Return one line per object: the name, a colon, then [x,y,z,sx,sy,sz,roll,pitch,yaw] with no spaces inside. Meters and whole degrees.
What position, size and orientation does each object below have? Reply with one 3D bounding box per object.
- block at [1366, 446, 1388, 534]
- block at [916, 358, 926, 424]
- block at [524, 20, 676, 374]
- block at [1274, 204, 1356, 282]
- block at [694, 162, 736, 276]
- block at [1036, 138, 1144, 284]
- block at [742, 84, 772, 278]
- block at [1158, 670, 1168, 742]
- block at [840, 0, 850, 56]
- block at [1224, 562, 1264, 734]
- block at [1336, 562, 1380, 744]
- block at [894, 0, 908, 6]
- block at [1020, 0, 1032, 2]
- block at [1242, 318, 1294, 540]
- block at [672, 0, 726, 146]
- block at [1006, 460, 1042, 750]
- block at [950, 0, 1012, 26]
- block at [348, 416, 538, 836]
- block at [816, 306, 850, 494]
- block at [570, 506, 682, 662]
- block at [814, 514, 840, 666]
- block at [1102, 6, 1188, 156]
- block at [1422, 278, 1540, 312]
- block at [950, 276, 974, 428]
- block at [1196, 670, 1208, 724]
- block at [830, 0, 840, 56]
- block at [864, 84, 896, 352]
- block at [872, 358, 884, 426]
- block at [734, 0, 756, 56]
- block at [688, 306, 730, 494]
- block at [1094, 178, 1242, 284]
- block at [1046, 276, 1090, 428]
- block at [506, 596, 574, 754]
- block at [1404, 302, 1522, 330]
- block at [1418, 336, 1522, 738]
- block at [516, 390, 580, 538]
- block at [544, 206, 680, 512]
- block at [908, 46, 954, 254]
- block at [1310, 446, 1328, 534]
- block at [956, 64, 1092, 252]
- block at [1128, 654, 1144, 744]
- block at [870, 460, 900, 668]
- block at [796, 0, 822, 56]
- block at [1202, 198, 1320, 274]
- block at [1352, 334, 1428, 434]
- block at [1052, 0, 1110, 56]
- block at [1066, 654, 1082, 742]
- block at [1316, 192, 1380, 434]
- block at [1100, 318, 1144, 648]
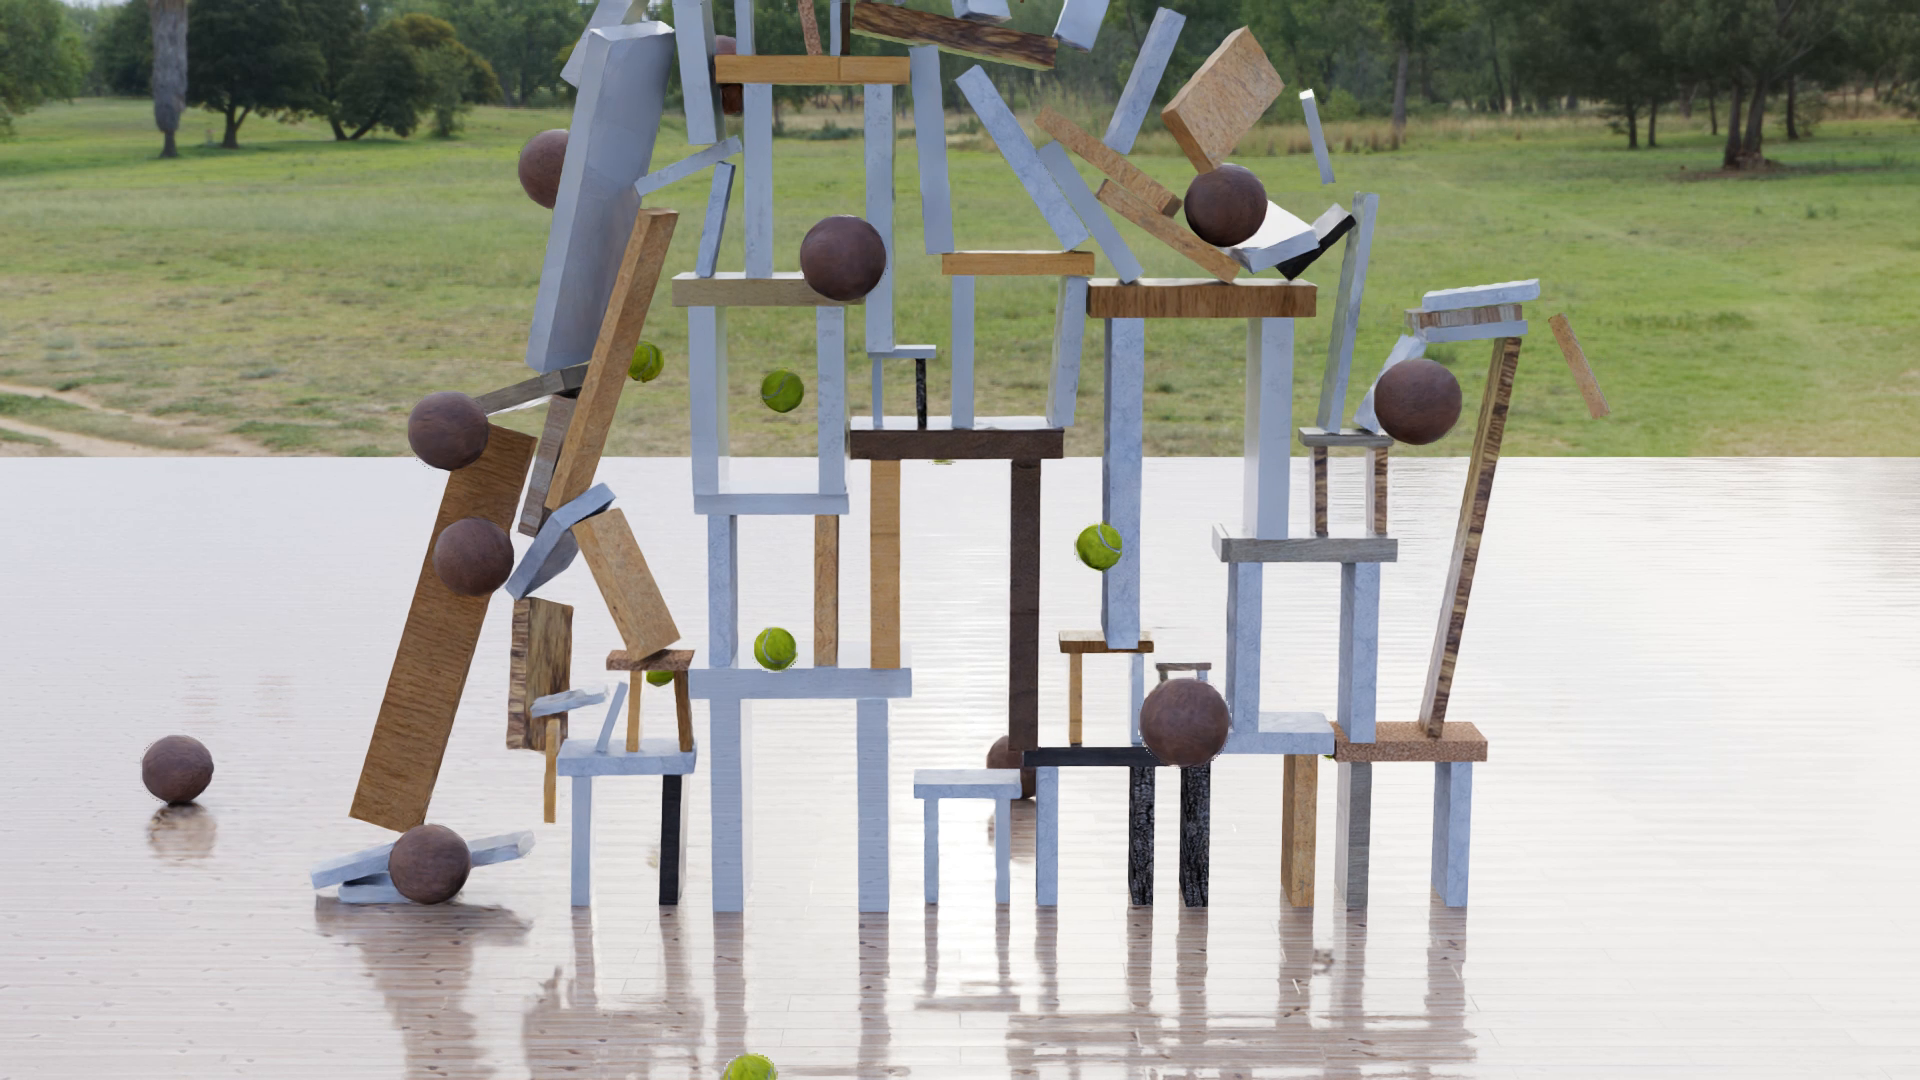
block: [0.671,-0.085,3.541,0.020,0.140,0.070,-2,11,-1]
block: [-0.062,-0.241,3.519,0.015,0.107,0.054,-2,11,0]
block: [-0.568,-0.533,3.464,0.043,0.573,0.150,33,33,24]
block: [0.559,-0.472,3.482,0.139,0.020,0.069,-42,24,9]
block: [-0.385,-0.506,3.463,0.025,0.175,0.088,12,11,-3]
block: [0.204,-0.518,3.456,0.035,0.247,0.123,-34,8,7]
block: [-0.318,-0.563,3.443,0.042,0.295,0.148,-1,11,-7]
block: [0.333,0.267,3.611,0.013,0.119,0.045,0,10,1]
block: [-0.177,-0.807,3.406,0.016,0.110,0.055,0,13,-3]
block: [0.462,0.161,3.586,0.040,0.280,0.140,0,11,0]
block: [0.650,0.169,3.587,0.040,0.296,0.140,0,11,1]
block: [-0.131,-0.932,3.352,0.030,0.212,0.106,-22,36,7]
block: [0.105,-0.925,3.537,0.018,0.063,0.125,-3,-15,1]
block: [0.493,-0.189,3.525,0.050,0.350,0.175,0,11,0]
block: [-0.408,-0.767,3.408,0.043,0.301,0.150,-5,11,1]
block: [0.103,0.091,3.584,0.048,0.473,0.168,0,10,0]
block: [0.009,-0.914,3.438,0.030,0.212,0.106,-20,-7,38]
block: [-0.872,0.146,3.714,0.118,0.705,0.034,17,2,3]
block: [-0.201,-0.231,3.506,0.042,0.296,0.148,0,11,0]
block: [-0.543,0.071,3.582,0.034,0.241,0.121,-24,2,20]
block: [-0.217,0.069,3.567,0.035,0.246,0.123,1,11,-1]
block: [0.286,-0.716,3.429,0.032,0.227,0.113,21,13,-7]
block: [0.822,-0.385,3.465,0.173,0.024,0.086,-5,10,20]
block: [0.003,-0.305,3.501,0.034,0.238,0.119,0,10,-2]
block: [0.396,0.253,3.607,0.013,0.091,0.045,0,11,-1]
block: [-0.193,-0.804,3.403,0.016,0.110,0.055,0,11,-3]
block: [-0.124,-0.507,3.456,0.042,0.408,0.148,0,11,1]
block: [-0.131,-0.240,3.511,0.015,0.107,0.054,0,11,0]
block: [-0.333,-0.828,3.390,0.023,0.159,0.080,-2,11,-1]
block: [-0.400,-0.231,3.507,0.042,0.296,0.148,0,11,1]
block: [0.325,-0.487,3.461,0.247,0.035,0.123,32,10,-5]
block: [0.171,-0.306,3.518,0.034,0.238,0.119,5,10,-4]
block: [-0.715,0.233,3.749,0.034,0.258,0.121,-5,-12,27]
block: [0.799,-0.359,3.498,0.173,0.024,0.086,-4,11,4]
block: [0.822,-0.006,3.553,0.023,0.657,0.081,9,11,-1]
block: [-0.661,-0.126,3.624,0.034,0.237,0.118,18,10,11]
block: [-0.559,-0.286,3.520,0.025,0.518,0.088,27,20,15]
block: [-0.044,-0.614,3.471,0.045,0.316,0.158,-5,10,0]
block: [0.577,-0.086,3.542,0.020,0.140,0.070,-2,11,2]
block: [0.102,-0.601,3.471,0.045,0.316,0.158,-33,6,7]
block: [0.289,0.250,3.611,0.021,0.150,0.075,0,10,0]
block: [-0.120,0.025,3.561,0.048,0.336,0.168,0,10,-1]
block: [-0.239,-0.828,3.391,0.023,0.159,0.080,-12,12,-2]
block: [0.479,-0.489,3.524,0.113,0.032,0.227,-22,24,-4]
block: [0.687,-0.250,3.518,0.023,0.161,0.081,28,8,-9]
block: [0.194,-0.826,3.434,0.063,0.125,0.018,24,-19,-11]
block: [0.188,0.250,3.612,0.021,0.150,0.075,0,10,0]
block: [0.614,-0.361,3.490,0.020,0.378,0.069,6,11,-8]
block: [0.260,-0.101,3.537,0.050,0.526,0.175,0,11,0]
